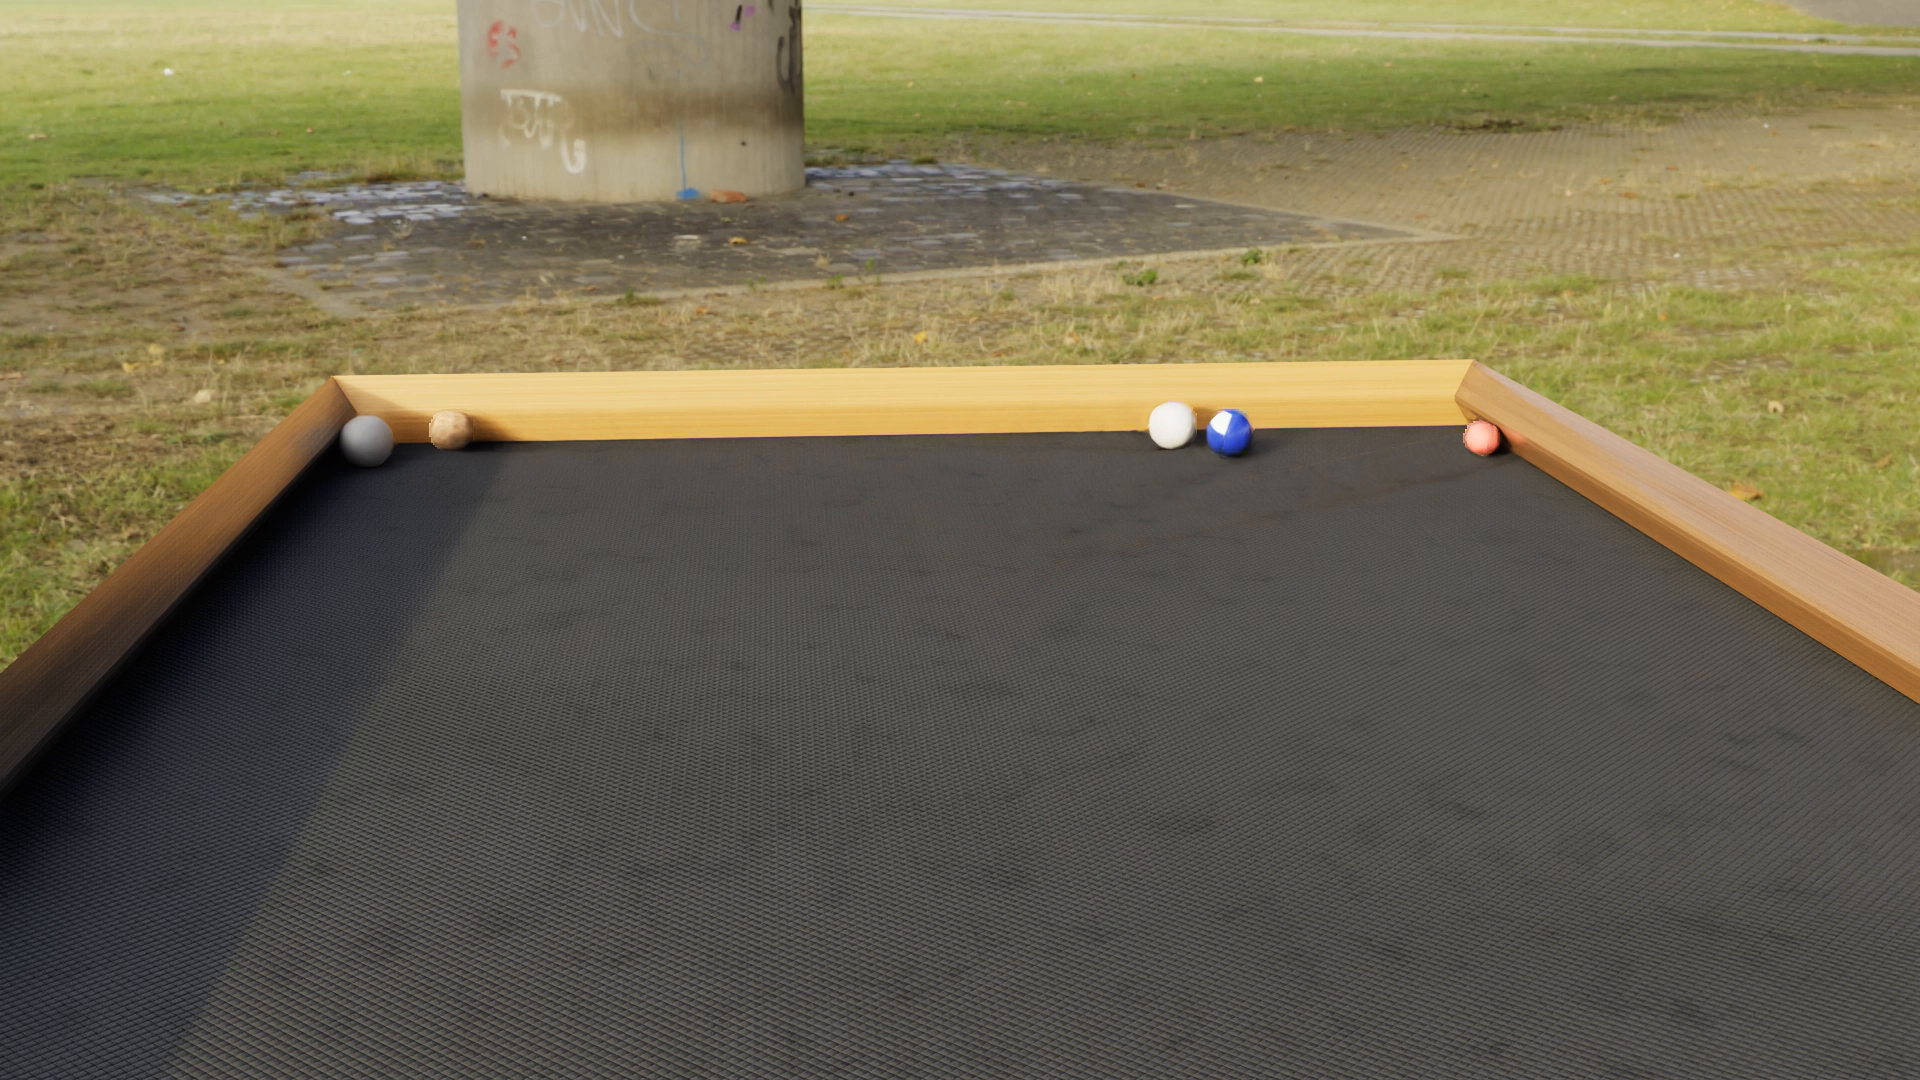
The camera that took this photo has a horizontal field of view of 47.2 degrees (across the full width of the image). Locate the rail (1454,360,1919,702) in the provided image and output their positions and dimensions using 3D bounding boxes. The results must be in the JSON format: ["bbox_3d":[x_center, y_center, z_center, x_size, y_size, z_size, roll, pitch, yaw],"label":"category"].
[{"bbox_3d":[1.019,0.175,2.101,0.045,0.114,3.559,-1,14,-5],"label":"rail"}]

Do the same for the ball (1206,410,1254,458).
[{"bbox_3d":[0.437,-0.172,3.564,0.076,0.076,0.076,0,14,0],"label":"ball"}]

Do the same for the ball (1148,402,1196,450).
[{"bbox_3d":[0.350,-0.189,3.625,0.079,0.079,0.079,0,14,0],"label":"ball"}]

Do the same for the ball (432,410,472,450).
[{"bbox_3d":[-0.835,-0.180,3.615,0.066,0.066,0.066,0,14,0],"label":"ball"}]

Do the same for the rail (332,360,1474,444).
[{"bbox_3d":[-0.074,-0.231,3.719,1.941,0.114,0.045,-1,14,-5],"label":"rail"}]

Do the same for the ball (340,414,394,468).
[{"bbox_3d":[-0.940,-0.157,3.487,0.085,0.085,0.085,0,14,0],"label":"ball"}]

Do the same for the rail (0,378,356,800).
[{"bbox_3d":[-0.867,0.214,1.944,0.045,0.114,3.559,-1,14,-5],"label":"rail"}]

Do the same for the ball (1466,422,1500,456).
[{"bbox_3d":[0.852,-0.165,3.580,0.055,0.055,0.055,0,14,0],"label":"ball"}]
